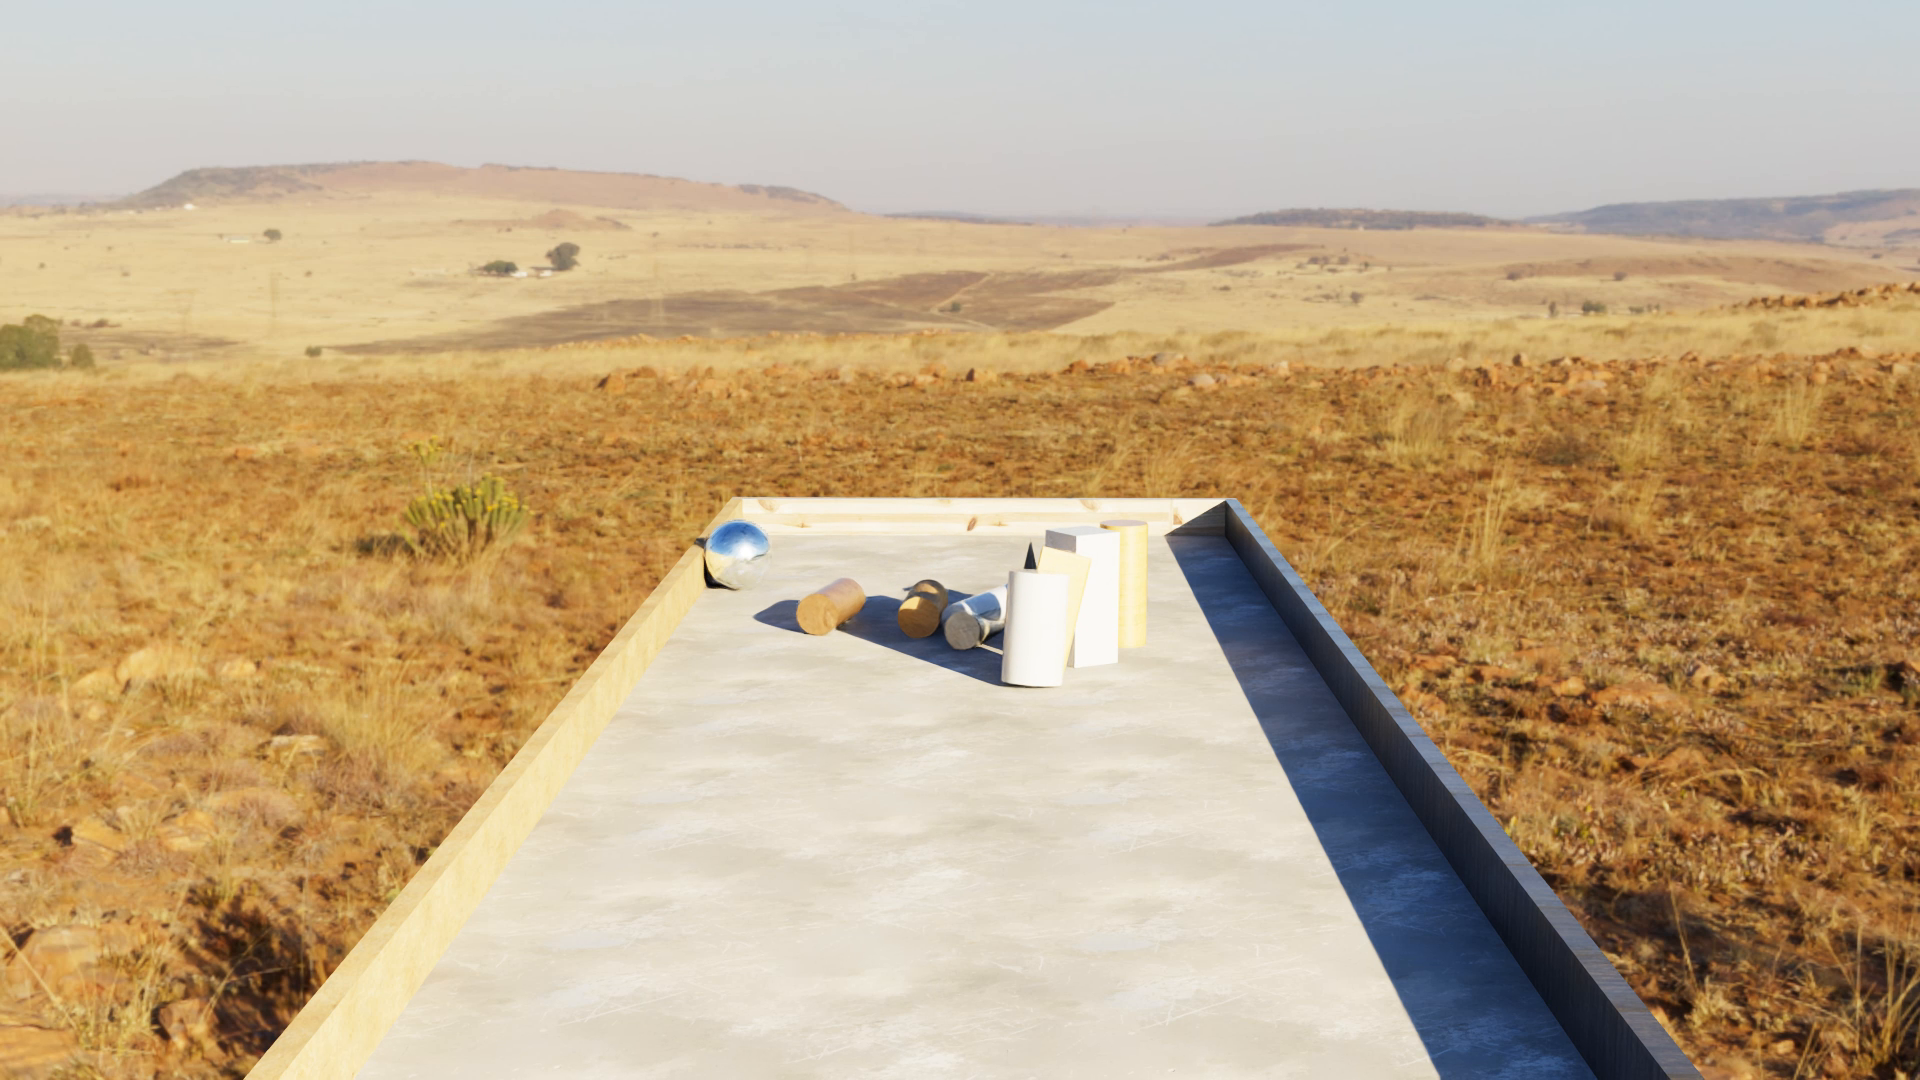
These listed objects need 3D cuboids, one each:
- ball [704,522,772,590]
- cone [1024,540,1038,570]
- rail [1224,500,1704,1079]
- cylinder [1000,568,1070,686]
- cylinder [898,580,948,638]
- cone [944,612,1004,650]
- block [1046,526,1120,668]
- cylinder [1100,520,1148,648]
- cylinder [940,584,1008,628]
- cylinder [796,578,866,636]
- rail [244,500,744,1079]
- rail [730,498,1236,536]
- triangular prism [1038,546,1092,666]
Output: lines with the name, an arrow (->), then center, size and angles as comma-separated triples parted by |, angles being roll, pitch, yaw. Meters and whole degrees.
ball -> -0.796, 0.054, 7.888 | 0.244, 0.244, 0.244 | 0, 9, 0
cone -> 0.222, 0.155, 6.998 | 0.147, 0.322, 0.147 | 1, 9, 0
rail -> 1.046, 0.843, 3.208 | 0.050, 0.150, 12.000 | 0, 9, 1
cylinder -> 0.217, 0.251, 6.343 | 0.179, 0.319, 0.179 | 4, 3, 0
cylinder -> -0.119, 0.222, 7.179 | 0.134, 0.134, 0.334 | 1, 9, 4
cone -> 0.086, 0.282, 7.045 | 0.118, 0.118, 0.425 | 4, 2, 22
block -> 0.368, 0.170, 6.660 | 0.160, 0.399, 0.160 | -5, 10, -33
cylinder -> 0.513, 0.137, 6.919 | 0.152, 0.384, 0.152 | 0, 9, 0
cylinder -> 0.078, 0.228, 7.223 | 0.107, 0.107, 0.422 | 4, 10, 25
cylinder -> -0.421, 0.217, 7.206 | 0.136, 0.136, 0.314 | 2, 9, 14
rail -> -1.004, 0.839, 3.234 | 0.050, 0.150, 12.000 | 0, 9, 1
rail -> 0.099, -0.098, 9.147 | 2.100, 0.150, 0.050 | 0, 9, 1
triangular prism -> 0.278, 0.211, 6.495 | 0.148, 0.365, 0.128 | 14, 3, 7
